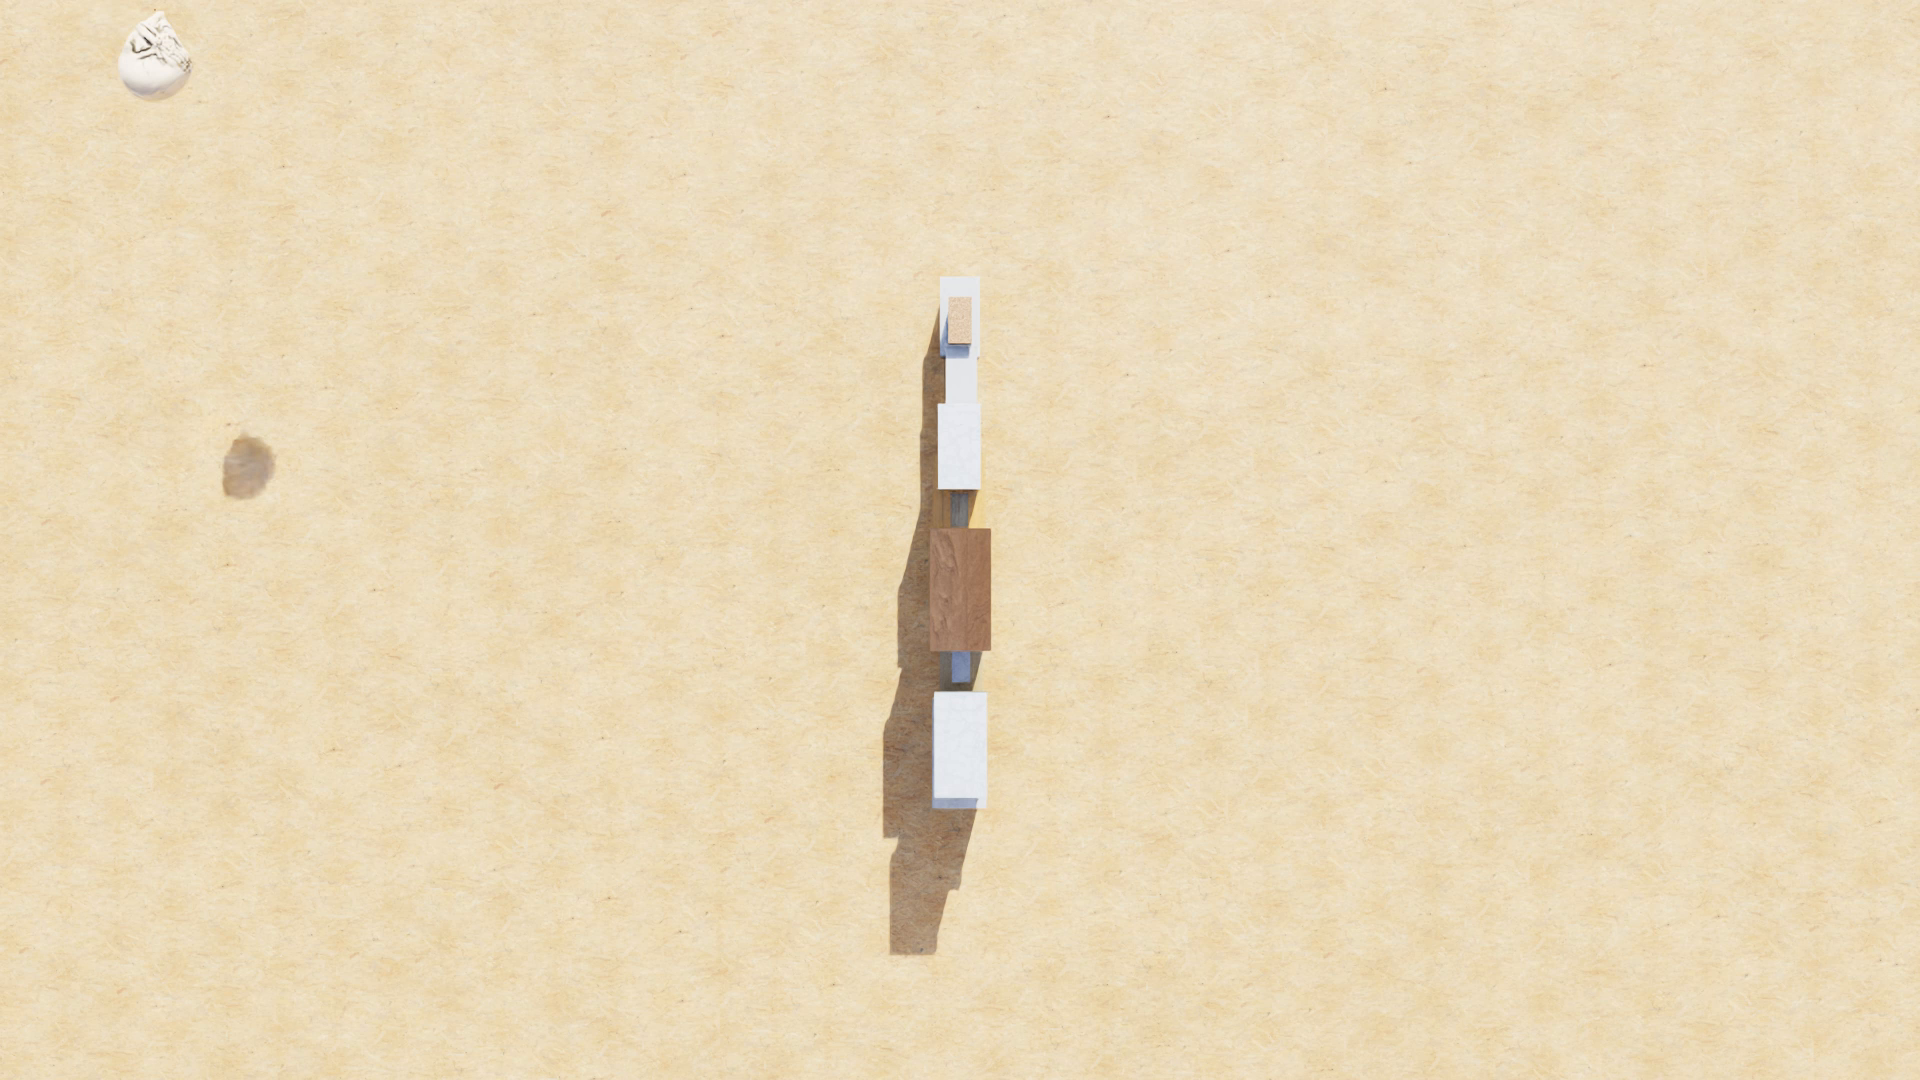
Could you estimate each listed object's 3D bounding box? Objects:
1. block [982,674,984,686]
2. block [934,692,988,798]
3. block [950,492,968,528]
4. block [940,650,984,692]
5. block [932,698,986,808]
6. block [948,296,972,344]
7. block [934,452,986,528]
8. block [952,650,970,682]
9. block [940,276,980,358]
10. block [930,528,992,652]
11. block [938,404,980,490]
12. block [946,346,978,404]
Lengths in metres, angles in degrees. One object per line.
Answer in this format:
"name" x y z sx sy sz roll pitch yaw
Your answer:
"block" 0.005 0.445 5.364 0.136 0.273 0.039 0 90 0
"block" 0.002 0.593 4.789 0.152 0.043 0.304 0 90 0
"block" -0.001 -0.092 5.013 0.053 0.015 0.105 0 90 0
"block" 0.004 0.354 5.208 0.136 0.039 0.273 0 90 0
"block" -0.002 0.664 5.139 0.169 0.048 0.338 0 90 0
"block" 0.000 -0.674 5.061 0.071 0.020 0.142 0 90 0
"block" -0.002 -0.108 5.149 0.164 0.046 0.328 0 90 0
"block" 0.003 0.379 5.067 0.057 0.016 0.113 0 90 0
"block" 0.000 -0.707 5.231 0.126 0.036 0.251 0 90 0
"block" 0.002 0.142 4.749 0.176 0.050 0.352 0 90 0
"block" -0.002 -0.275 4.858 0.125 0.035 0.250 0 90 0
"block" 0.005 -0.501 5.114 0.097 0.027 0.194 0 90 0
